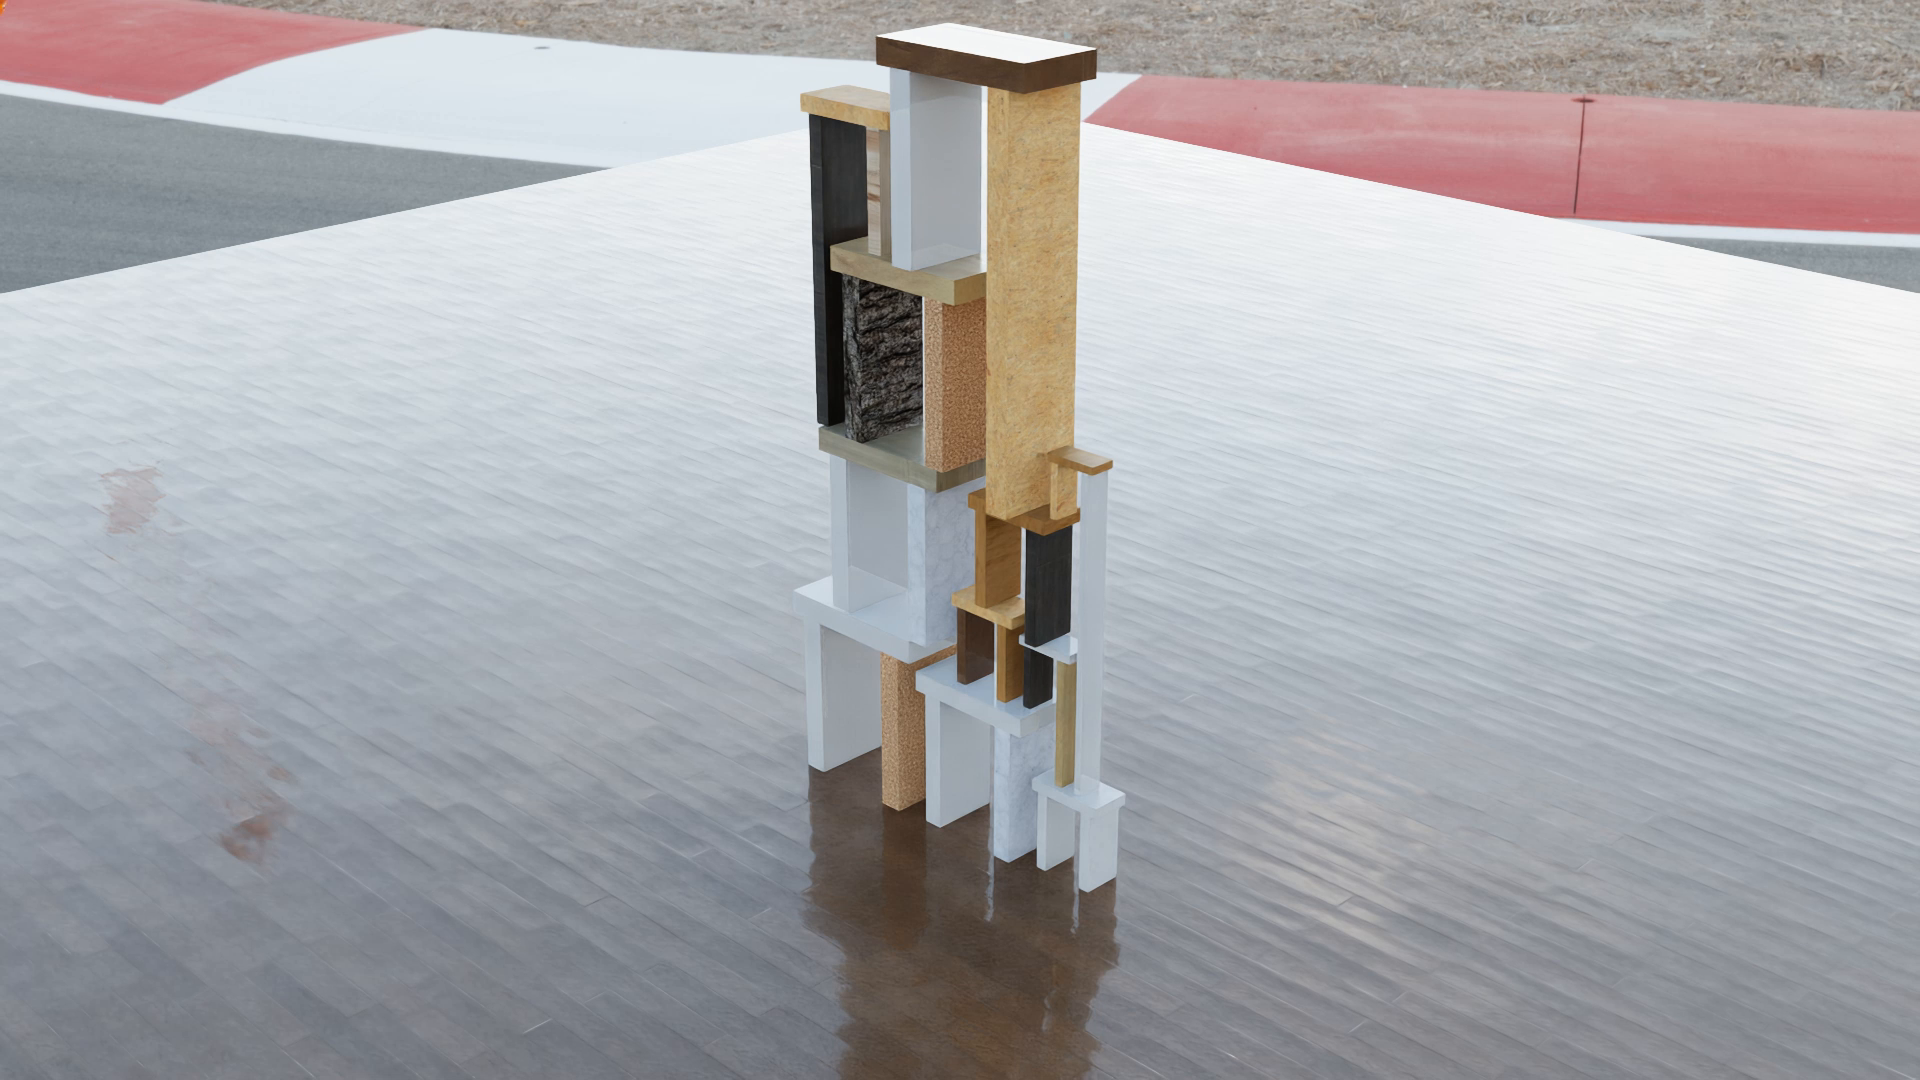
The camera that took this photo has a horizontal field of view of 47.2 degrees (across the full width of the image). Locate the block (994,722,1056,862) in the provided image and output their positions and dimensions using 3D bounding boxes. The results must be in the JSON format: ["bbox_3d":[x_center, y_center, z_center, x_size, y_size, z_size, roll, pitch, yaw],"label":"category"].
[{"bbox_3d":[0.130,0.472,4.284,0.040,0.284,0.142,21,31,41],"label":"block"}]

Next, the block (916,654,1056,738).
[{"bbox_3d":[0.063,0.297,4.282,0.284,0.040,0.142,21,31,41],"label":"block"}]

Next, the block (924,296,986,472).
[{"bbox_3d":[0.009,-0.305,4.089,0.047,0.329,0.165,21,31,40],"label":"block"}]

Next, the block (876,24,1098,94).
[{"bbox_3d":[0.043,-0.838,3.817,0.180,0.051,0.360,-21,31,-41],"label":"block"}]

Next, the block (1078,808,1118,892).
[{"bbox_3d":[0.264,0.580,4.183,0.023,0.165,0.082,21,31,41],"label":"block"}]

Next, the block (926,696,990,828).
[{"bbox_3d":[-0.004,0.420,4.407,0.040,0.284,0.142,21,31,41],"label":"block"}]

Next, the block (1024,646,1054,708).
[{"bbox_3d":[0.149,0.251,4.174,0.064,0.128,0.018,-21,31,-41],"label":"block"}]

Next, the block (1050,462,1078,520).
[{"bbox_3d":[0.188,-0.095,3.978,0.015,0.109,0.054,22,31,40],"label":"block"}]

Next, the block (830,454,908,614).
[{"bbox_3d":[-0.181,-0.034,4.412,0.047,0.330,0.165,21,31,41],"label":"block"}]

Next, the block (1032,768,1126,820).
[{"bbox_3d":[0.225,0.478,4.182,0.165,0.023,0.082,21,31,41],"label":"block"}]

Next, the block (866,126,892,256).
[{"bbox_3d":[-0.116,-0.654,4.067,0.034,0.237,0.118,21,31,41],"label":"block"}]

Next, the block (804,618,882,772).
[{"bbox_3d":[-0.242,0.298,4.617,0.049,0.344,0.172,21,31,41],"label":"block"}]

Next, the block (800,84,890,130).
[{"bbox_3d":[-0.173,-0.801,4.065,0.118,0.034,0.237,-21,31,-41],"label":"block"}]

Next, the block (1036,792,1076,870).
[{"bbox_3d":[0.186,0.550,4.254,0.023,0.165,0.082,21,31,41],"label":"block"}]

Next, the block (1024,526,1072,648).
[{"bbox_3d":[0.164,0.077,4.079,0.097,0.231,0.028,-21,31,-40],"label":"block"}]

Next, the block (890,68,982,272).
[{"bbox_3d":[-0.042,-0.682,3.975,0.180,0.360,0.051,-21,31,-41],"label":"block"}]

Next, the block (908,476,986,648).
[{"bbox_3d":[-0.025,0.027,4.269,0.047,0.330,0.165,21,31,41],"label":"block"}]

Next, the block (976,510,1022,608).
[{"bbox_3d":[0.072,0.024,4.156,0.097,0.194,0.028,-21,31,-40],"label":"block"}]

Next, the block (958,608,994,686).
[{"bbox_3d":[0.031,0.194,4.267,0.080,0.160,0.023,-21,31,-41],"label":"block"}]

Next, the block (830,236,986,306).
[{"bbox_3d":[-0.069,-0.509,4.086,0.329,0.047,0.165,21,31,40],"label":"block"}]

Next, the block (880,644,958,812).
[{"bbox_3d":[-0.080,0.362,4.468,0.049,0.344,0.172,21,31,41],"label":"block"}]

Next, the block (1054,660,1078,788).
[{"bbox_3d":[0.209,0.338,4.145,0.064,0.264,0.018,-21,31,-41],"label":"block"}]

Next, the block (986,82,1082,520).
[{"bbox_3d":[0.128,-0.425,3.901,0.051,0.776,0.180,21,31,41],"label":"block"}]

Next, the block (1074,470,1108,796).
[{"bbox_3d":[0.240,0.174,4.037,0.015,0.650,0.054,21,31,41],"label":"block"}]

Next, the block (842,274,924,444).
[{"bbox_3d":[-0.147,-0.366,4.231,0.047,0.329,0.165,21,31,41],"label":"block"}]

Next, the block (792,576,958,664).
[{"bbox_3d":[-0.161,0.149,4.466,0.344,0.049,0.172,21,31,41],"label":"block"}]

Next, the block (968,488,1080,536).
[{"bbox_3d":[0.118,-0.060,4.071,0.097,0.028,0.194,-21,31,-41],"label":"block"}]

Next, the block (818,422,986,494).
[{"bbox_3d":[-0.103,-0.177,4.267,0.330,0.047,0.165,21,31,41],"label":"block"}]

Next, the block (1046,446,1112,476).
[{"bbox_3d":[0.214,-0.142,3.930,0.109,0.015,0.054,21,30,40],"label":"block"}]

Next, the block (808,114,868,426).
[{"bbox_3d":[-0.228,-0.525,4.243,0.034,0.613,0.118,21,31,41],"label":"block"}]

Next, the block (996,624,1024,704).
[{"bbox_3d":[0.106,0.224,4.198,0.080,0.160,0.023,-21,31,-41],"label":"block"}]

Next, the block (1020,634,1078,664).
[{"bbox_3d":[0.179,0.196,4.118,0.064,0.018,0.128,-21,31,-40],"label":"block"}]

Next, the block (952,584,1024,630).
[{"bbox_3d":[0.069,0.125,4.197,0.080,0.023,0.160,-21,31,-40],"label":"block"}]
